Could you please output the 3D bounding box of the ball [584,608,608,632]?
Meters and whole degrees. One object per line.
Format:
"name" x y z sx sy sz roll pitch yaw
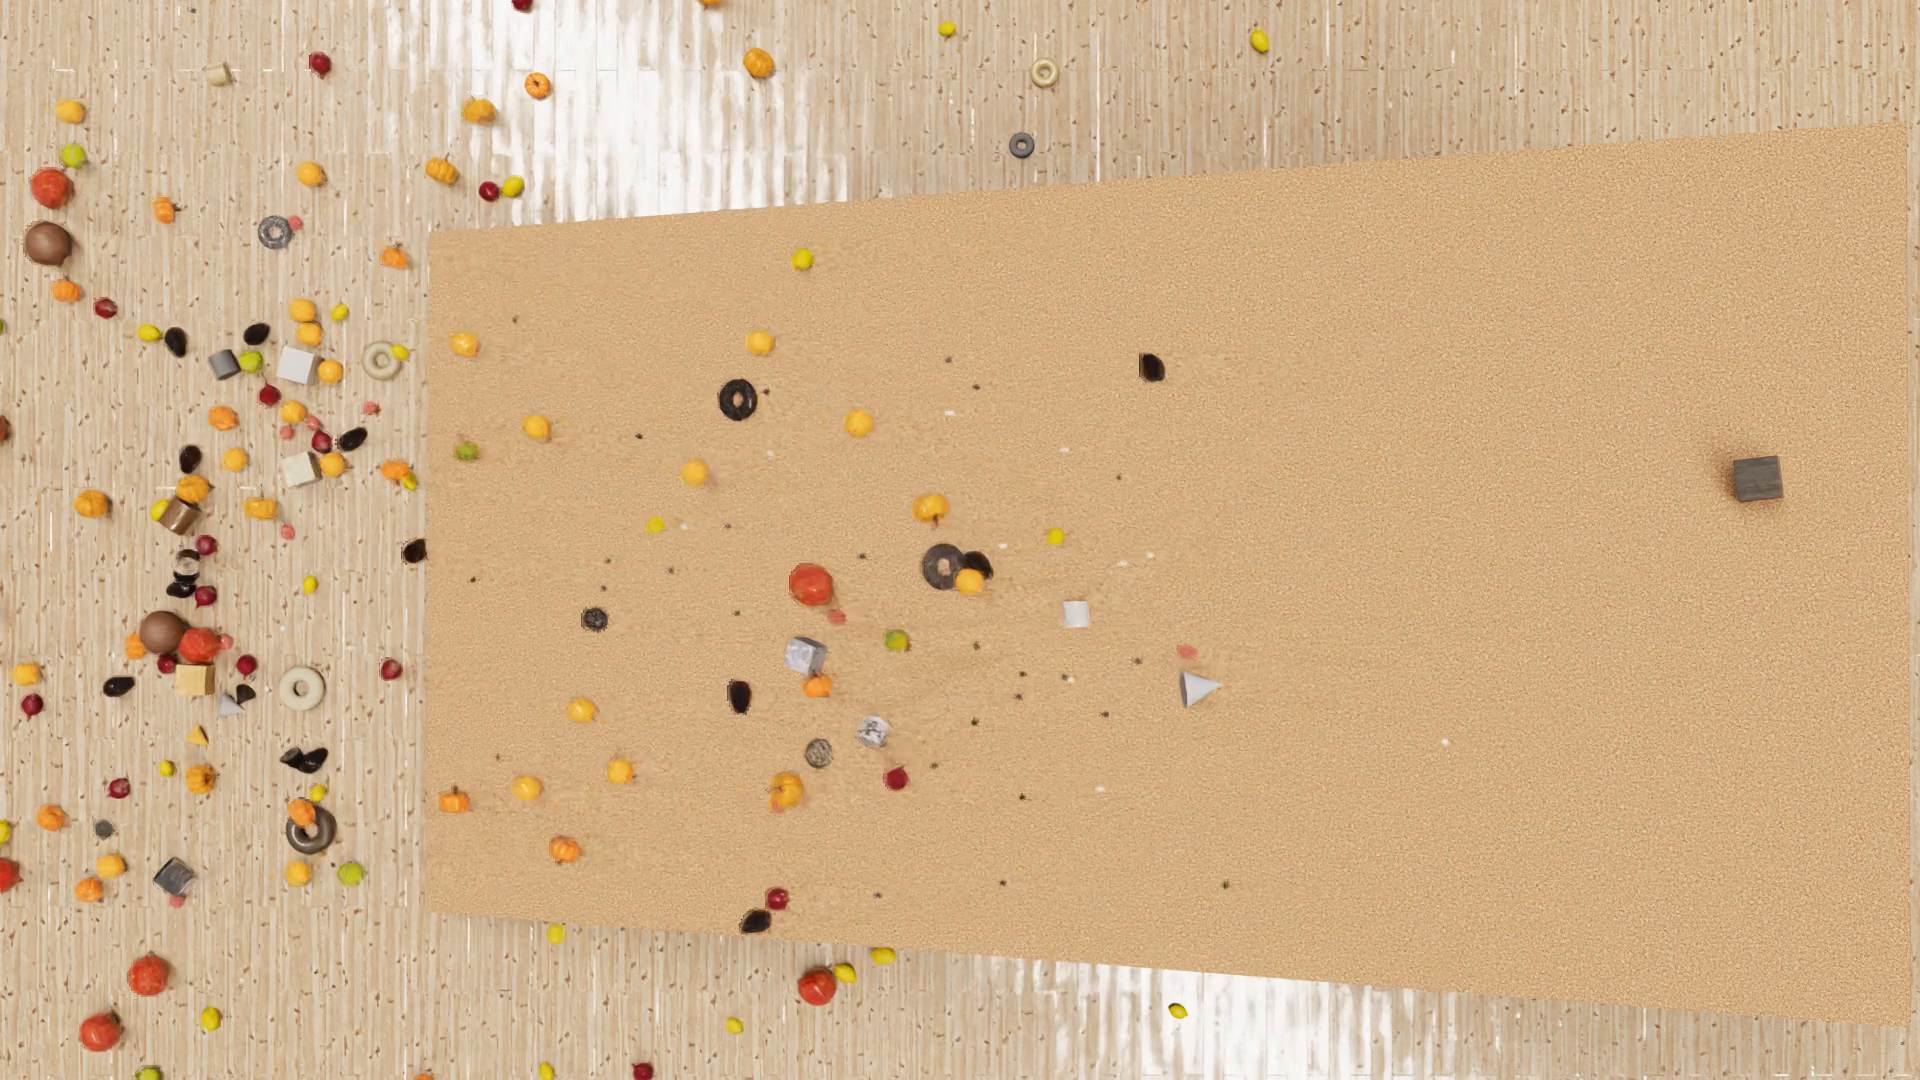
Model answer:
"ball" -1.027 0.224 6.194 0.066 0.066 0.066 0 89 0

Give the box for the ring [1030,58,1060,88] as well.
"ring" 0.253 -1.396 6.565 0.090 0.030 0.090 0 90 1

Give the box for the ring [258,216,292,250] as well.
"ring" -2.042 -0.917 6.557 0.104 0.035 0.104 0 90 -1

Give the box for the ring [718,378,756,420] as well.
"ring" -0.609 -0.385 6.031 0.116 0.039 0.116 0 91 24

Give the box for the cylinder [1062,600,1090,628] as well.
"cylinder" 0.297 0.188 5.603 0.066 0.066 0.066 -5 91 0

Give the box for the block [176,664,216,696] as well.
"block" -2.265 0.413 6.515 0.087 0.087 0.087 2 89 0

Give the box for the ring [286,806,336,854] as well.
"ring" -1.929 0.860 6.529 0.148 0.049 0.148 0 91 1

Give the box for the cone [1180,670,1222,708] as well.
"cone" 0.606 0.365 5.480 0.100 0.100 0.100 -6 89 -3

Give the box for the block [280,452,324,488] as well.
"block" -1.952 -0.208 6.524 0.084 0.084 0.084 -18 89 0

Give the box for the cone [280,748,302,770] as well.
"cone" -1.975 0.664 6.540 0.067 0.067 0.067 -30 116 0

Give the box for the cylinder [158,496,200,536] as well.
"cylinder" -2.314 -0.072 6.520 0.088 0.088 0.088 34 89 0

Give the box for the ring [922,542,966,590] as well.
"ring" -0.043 0.070 5.773 0.126 0.042 0.126 0 90 25

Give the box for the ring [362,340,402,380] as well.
"ring" -1.723 -0.536 6.550 0.120 0.040 0.120 0 89 1

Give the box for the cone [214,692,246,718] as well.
"cone" -2.162 0.500 6.539 0.082 0.082 0.082 18 89 -26

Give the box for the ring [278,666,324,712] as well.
"ring" -1.958 0.441 6.536 0.136 0.045 0.136 0 90 -1

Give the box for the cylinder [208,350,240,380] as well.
"cylinder" -2.187 -0.521 6.535 0.069 0.069 0.069 -26 89 0

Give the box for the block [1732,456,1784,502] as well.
"block" 1.792 -0.137 4.933 0.093 0.093 0.093 -7 87 24

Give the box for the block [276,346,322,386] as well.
"block" -1.959 -0.515 6.523 0.092 0.092 0.092 15 89 0

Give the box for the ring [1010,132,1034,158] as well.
"ring" 0.184 -1.178 6.565 0.077 0.026 0.077 0 88 0

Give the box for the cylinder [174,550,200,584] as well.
"cylinder" -2.268 0.077 6.454 0.071 0.071 0.071 -8 129 -10

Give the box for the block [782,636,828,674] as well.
"block" -0.415 0.311 5.915 0.078 0.078 0.078 21 98 23

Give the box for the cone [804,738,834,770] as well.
"cone" -0.397 0.577 5.900 0.085 0.085 0.085 0 89 24

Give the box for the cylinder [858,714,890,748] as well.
"cylinder" -0.228 0.506 5.807 0.065 0.065 0.065 30 71 0

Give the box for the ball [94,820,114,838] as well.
"ball" -2.538 0.857 6.525 0.056 0.056 0.056 0 89 0

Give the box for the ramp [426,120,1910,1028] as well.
"ramp" 0.283 0.084 5.705 4.000 0.100 2.000 0 89 24

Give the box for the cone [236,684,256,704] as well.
"cone" -2.138 0.472 6.544 0.061 0.061 0.061 40 116 0

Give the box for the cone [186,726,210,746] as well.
"cone" -2.258 0.594 6.542 0.063 0.063 0.063 40 89 -26
